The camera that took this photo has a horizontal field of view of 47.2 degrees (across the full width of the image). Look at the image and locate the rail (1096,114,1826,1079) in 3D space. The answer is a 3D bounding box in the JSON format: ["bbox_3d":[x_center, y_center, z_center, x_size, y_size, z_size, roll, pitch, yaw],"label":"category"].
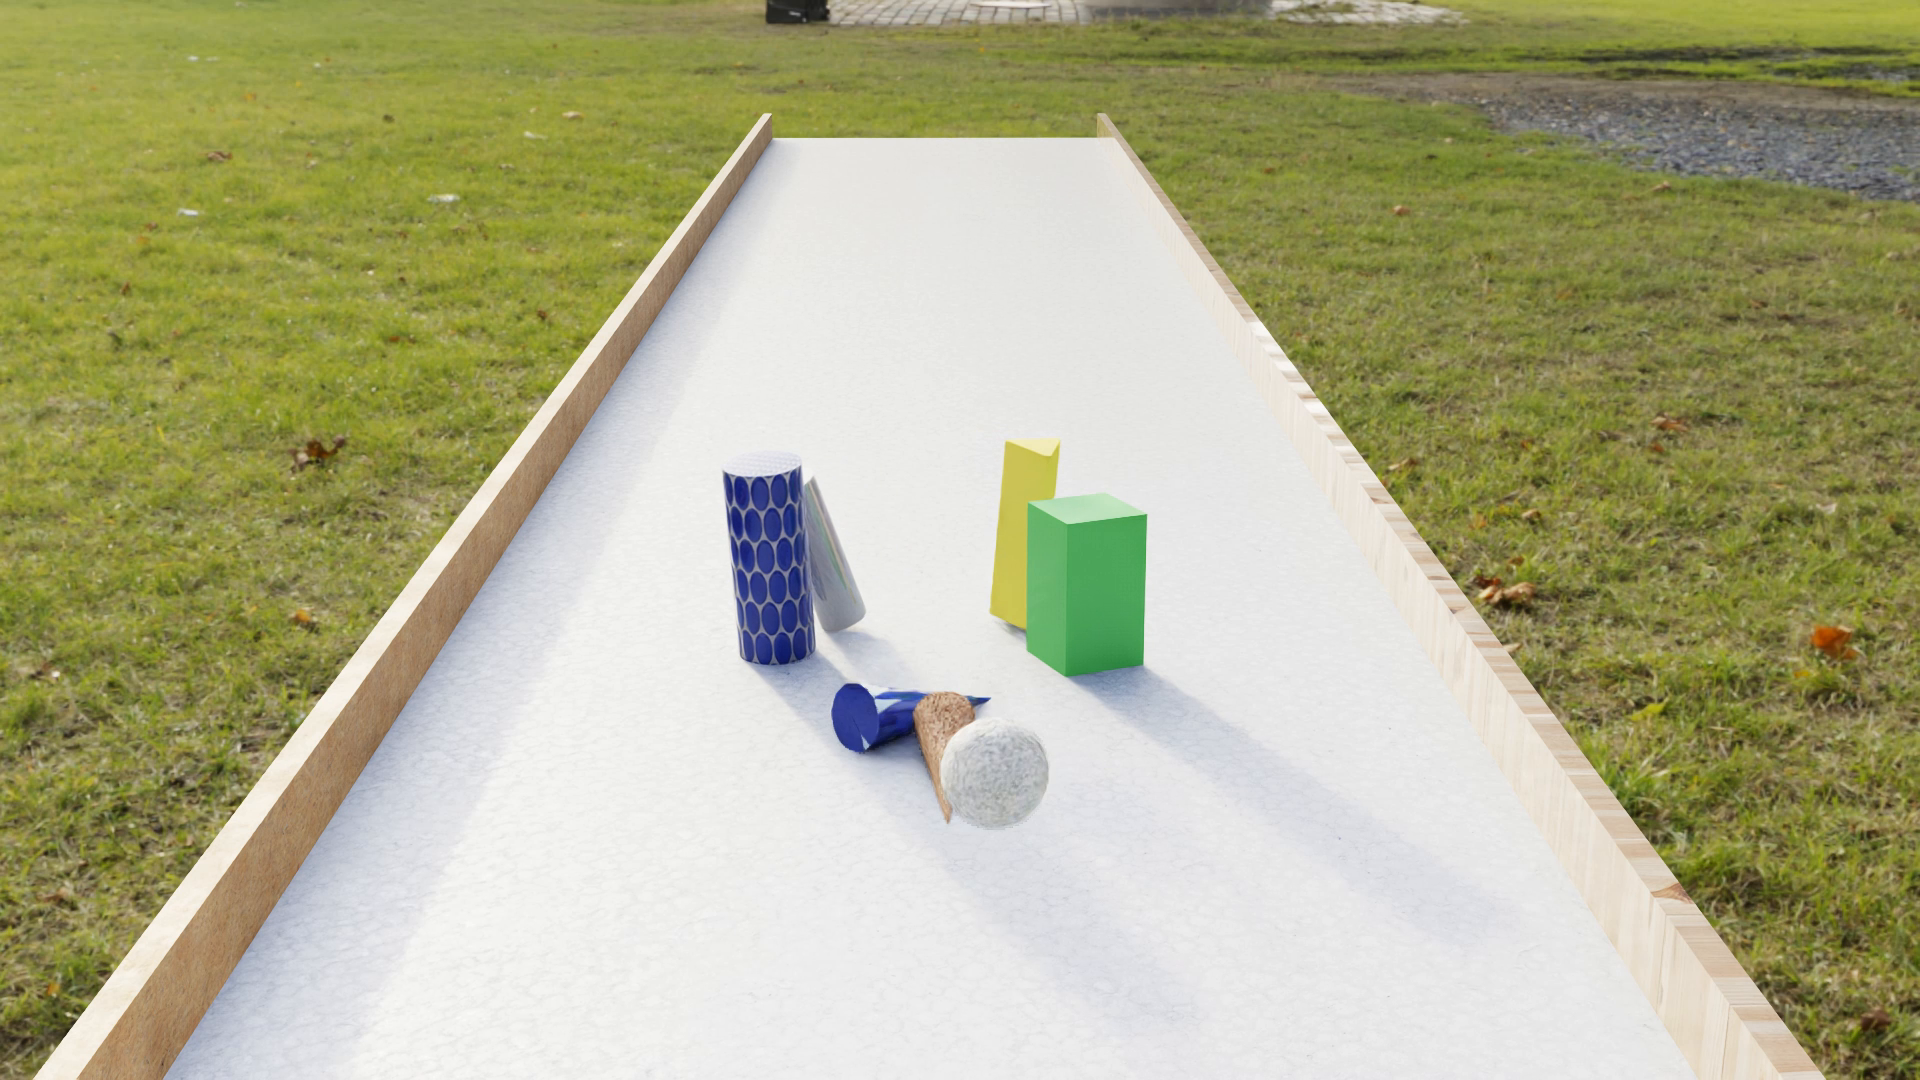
[{"bbox_3d":[0.932,-0.844,7.801,0.050,0.150,12.000,0,17,-1],"label":"rail"}]

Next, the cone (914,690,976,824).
[{"bbox_3d":[-0.024,0.397,3.794,0.111,0.111,0.364,0,25,-1],"label":"cone"}]

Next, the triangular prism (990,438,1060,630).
[{"bbox_3d":[0.156,-0.019,4.580,0.119,0.391,0.103,23,29,38],"label":"triangular prism"}]

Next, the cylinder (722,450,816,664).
[{"bbox_3d":[-0.380,0.035,4.390,0.159,0.398,0.159,-2,21,1],"label":"cylinder"}]

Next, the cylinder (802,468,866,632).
[{"bbox_3d":[-0.296,0.020,4.540,0.104,0.337,0.104,-15,27,8],"label":"cylinder"}]

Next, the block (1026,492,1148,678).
[{"bbox_3d":[0.250,0.087,4.387,0.175,0.313,0.175,-7,18,-23],"label":"block"}]

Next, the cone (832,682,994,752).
[{"bbox_3d":[-0.062,0.311,4.075,0.123,0.123,0.363,16,13,43],"label":"cone"}]

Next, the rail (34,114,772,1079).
[{"bbox_3d":[-1.118,-0.838,7.780,0.050,0.150,12.000,0,17,-1],"label":"rail"}]

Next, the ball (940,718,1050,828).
[{"bbox_3d":[0.053,0.353,3.342,0.166,0.166,0.166,0,17,0],"label":"ball"}]
